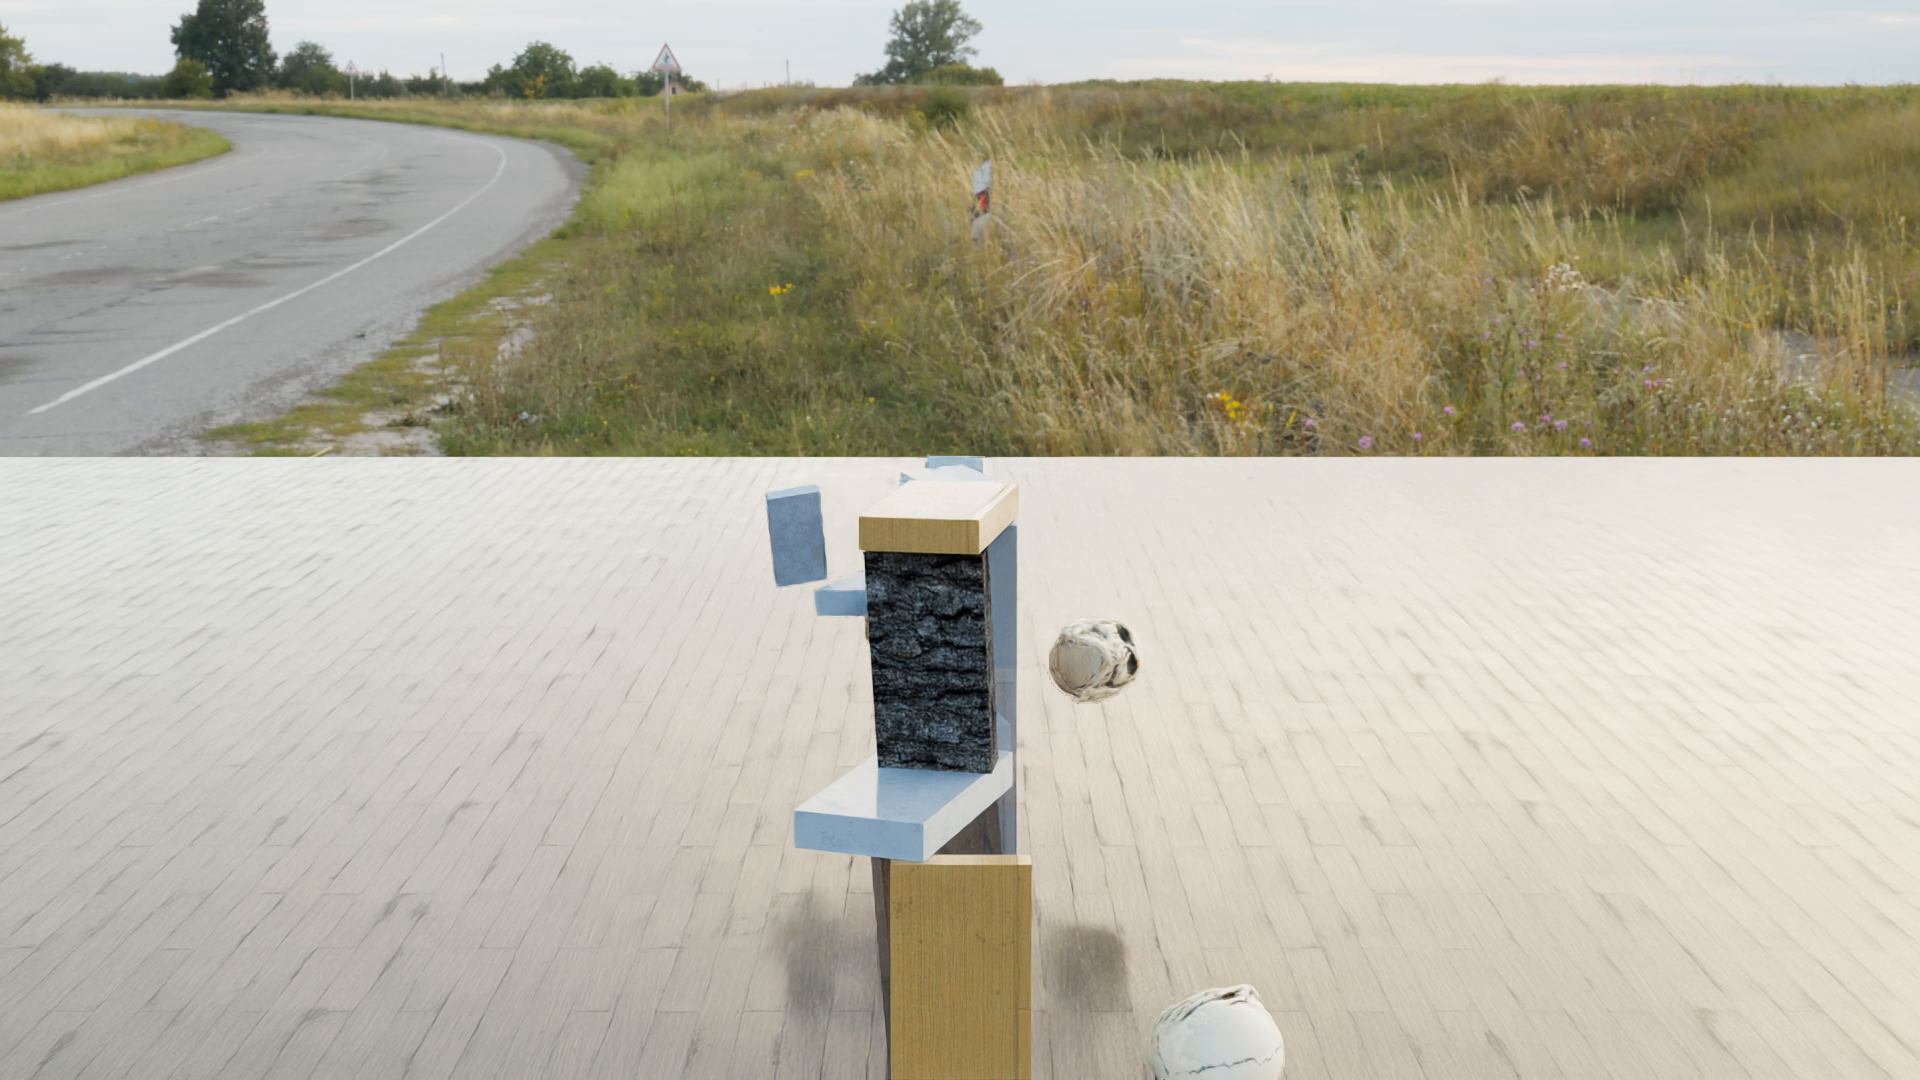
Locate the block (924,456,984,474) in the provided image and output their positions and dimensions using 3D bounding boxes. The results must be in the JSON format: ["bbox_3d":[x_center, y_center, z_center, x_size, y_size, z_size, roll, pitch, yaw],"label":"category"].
[{"bbox_3d":[-0.024,-0.085,4.201,0.104,0.209,0.030,3,54,-9],"label":"block"}]

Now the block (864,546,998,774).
[{"bbox_3d":[-0.037,0.157,2.928,0.158,0.315,0.045,2,23,12],"label":"block"}]

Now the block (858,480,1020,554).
[{"bbox_3d":[-0.024,-0.033,2.962,0.158,0.045,0.315,2,10,11],"label":"block"}]

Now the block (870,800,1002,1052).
[{"bbox_3d":[-0.025,0.525,3.057,0.176,0.352,0.050,-4,-5,-19],"label":"block"}]

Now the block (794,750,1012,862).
[{"bbox_3d":[-0.069,0.343,2.930,0.176,0.050,0.352,4,11,19],"label":"block"}]

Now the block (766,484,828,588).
[{"bbox_3d":[-0.325,-0.008,4.393,0.104,0.209,0.030,-10,34,-10],"label":"block"}]

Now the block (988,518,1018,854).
[{"bbox_3d":[0.002,0.244,3.126,0.158,0.556,0.045,0,15,0],"label":"block"}]

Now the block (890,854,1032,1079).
[{"bbox_3d":[0.001,0.576,2.775,0.176,0.352,0.050,0,6,0],"label":"block"}]

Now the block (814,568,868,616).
[{"bbox_3d":[-0.122,0.082,4.398,0.172,0.049,0.345,-1,13,32],"label":"block"}]

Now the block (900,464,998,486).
[{"bbox_3d":[-0.016,-0.095,3.951,0.123,0.035,0.246,-6,12,-16],"label":"block"}]

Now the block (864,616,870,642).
[{"bbox_3d":[-0.044,0.185,4.020,0.156,0.044,0.311,-5,12,-24],"label":"block"}]
